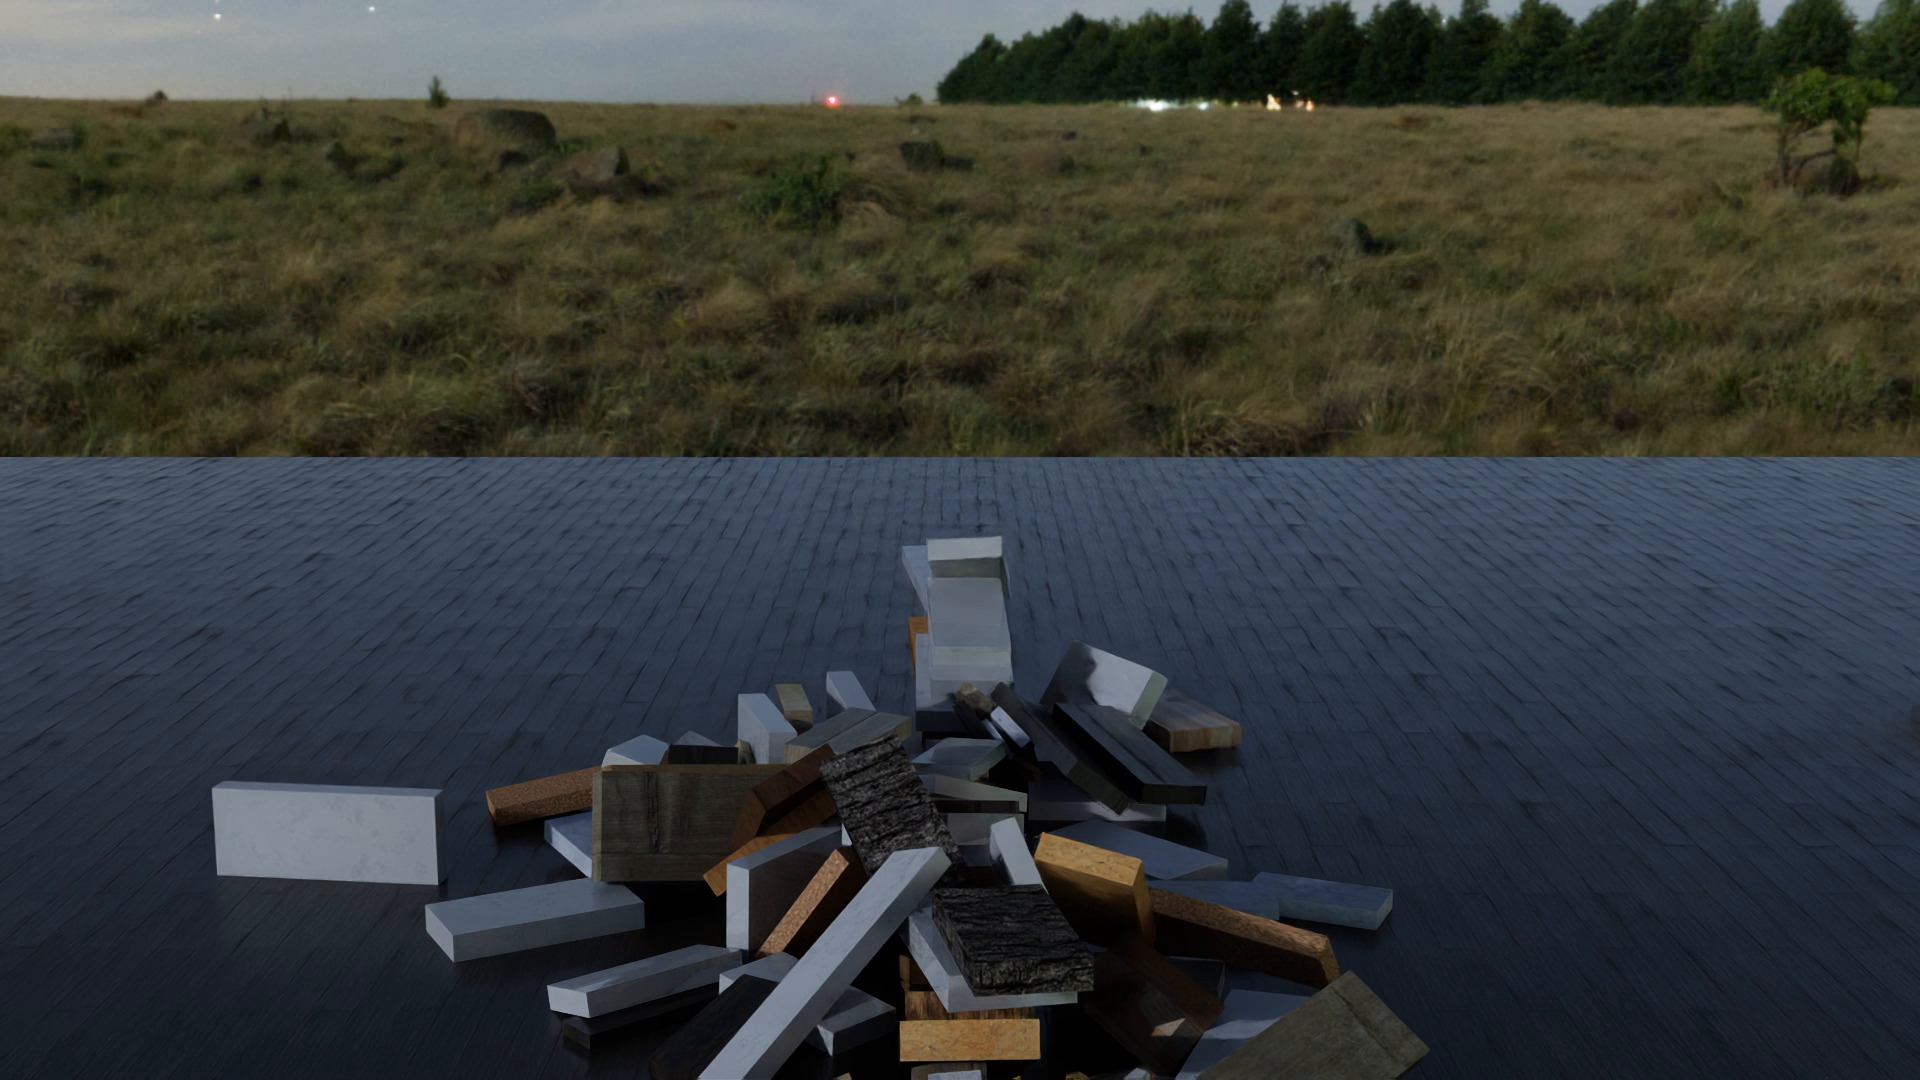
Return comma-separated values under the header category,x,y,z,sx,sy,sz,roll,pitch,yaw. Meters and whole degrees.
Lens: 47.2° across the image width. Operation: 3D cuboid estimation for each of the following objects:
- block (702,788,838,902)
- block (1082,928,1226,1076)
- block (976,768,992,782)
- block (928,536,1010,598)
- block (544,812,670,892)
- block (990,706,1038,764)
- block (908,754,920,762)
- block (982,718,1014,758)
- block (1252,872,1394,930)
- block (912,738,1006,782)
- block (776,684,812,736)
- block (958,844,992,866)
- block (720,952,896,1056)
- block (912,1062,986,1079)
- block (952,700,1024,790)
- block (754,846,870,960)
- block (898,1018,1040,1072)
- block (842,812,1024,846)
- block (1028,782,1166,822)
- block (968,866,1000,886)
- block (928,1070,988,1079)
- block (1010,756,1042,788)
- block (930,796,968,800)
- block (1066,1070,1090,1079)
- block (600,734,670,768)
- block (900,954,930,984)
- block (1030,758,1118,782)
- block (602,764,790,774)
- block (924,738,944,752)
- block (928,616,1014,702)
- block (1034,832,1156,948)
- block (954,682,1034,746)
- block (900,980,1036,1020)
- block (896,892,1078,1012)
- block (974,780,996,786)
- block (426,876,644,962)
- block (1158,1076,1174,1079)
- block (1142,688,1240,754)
category,x,y,z,sx,sy,sz,roll,pitch,yaw
block,-0.270,0.480,3.556,0.299,0.042,0.149,-35,-14,-7
block,0.255,0.642,3.064,0.130,0.037,0.261,-48,22,-7
block,0.001,0.446,4.165,0.114,0.032,0.228,0,-8,2
block,0.023,0.066,4.864,0.160,0.045,0.320,-3,-18,4
block,-0.602,0.534,3.784,0.126,0.036,0.253,-8,20,-35
block,0.106,0.389,4.286,0.026,0.092,0.194,-41,-19,-9
block,-0.085,0.448,4.306,0.049,0.014,0.098,-5,22,-9
block,0.073,0.386,4.271,0.014,0.049,0.098,-35,26,-5
block,0.583,0.588,3.592,0.223,0.032,0.112,5,11,23
block,-0.003,0.402,4.021,0.114,0.032,0.228,2,7,17
block,-0.316,0.386,4.163,0.051,0.180,0.360,0,4,-7
block,0.002,0.523,3.610,0.173,0.049,0.346,0,-7,1
block,-0.219,0.660,3.142,0.242,0.034,0.121,16,19,42
block,-0.015,0.669,2.762,0.065,0.018,0.130,3,-16,-14
block,0.054,0.399,4.292,0.028,0.098,0.195,-35,36,-4
block,-0.210,0.549,3.296,0.031,0.220,0.110,43,17,22
block,0.006,0.650,2.818,0.169,0.048,0.337,0,-16,-2
block,-0.037,0.460,3.501,0.173,0.049,0.346,-2,-8,21
block,0.255,0.489,4.116,0.254,0.036,0.127,0,11,2
block,-0.010,0.544,3.407,0.173,0.049,0.346,0,-13,3
block,0.006,0.684,2.721,0.065,0.018,0.130,-7,-29,9
block,0.131,0.456,4.253,0.014,0.049,0.098,-20,18,-22
block,-0.023,0.455,3.713,0.072,0.020,0.144,3,-15,2
block,0.155,0.713,2.648,0.018,0.130,0.065,-10,13,-25
block,-0.588,0.428,4.221,0.130,0.037,0.260,21,4,6
block,-0.019,0.620,3.189,0.121,0.034,0.241,0,-9,-6
block,0.274,0.458,4.285,0.247,0.035,0.123,-3,11,-15
block,-0.424,0.468,3.707,0.353,0.176,0.050,3,-11,-26
block,-0.021,0.414,4.405,0.098,0.028,0.195,0,-4,-2
block,0.019,0.237,4.667,0.169,0.048,0.338,1,25,-3
block,0.199,0.519,3.187,0.146,0.041,0.292,13,-28,17
block,0.072,0.362,4.432,0.184,0.026,0.092,37,-20,9
block,0.006,0.633,3.007,0.169,0.048,0.338,-1,-9,-3
block,0.029,0.543,2.940,0.169,0.048,0.337,-1,9,-13
block,-0.008,0.462,4.042,0.114,0.032,0.228,-1,-8,10
block,-0.676,0.599,3.500,0.310,0.044,0.155,-6,12,-28
block,0.249,0.730,2.867,0.059,0.017,0.118,3,11,16
block,0.450,0.382,4.668,0.159,0.045,0.319,-4,11,-20
